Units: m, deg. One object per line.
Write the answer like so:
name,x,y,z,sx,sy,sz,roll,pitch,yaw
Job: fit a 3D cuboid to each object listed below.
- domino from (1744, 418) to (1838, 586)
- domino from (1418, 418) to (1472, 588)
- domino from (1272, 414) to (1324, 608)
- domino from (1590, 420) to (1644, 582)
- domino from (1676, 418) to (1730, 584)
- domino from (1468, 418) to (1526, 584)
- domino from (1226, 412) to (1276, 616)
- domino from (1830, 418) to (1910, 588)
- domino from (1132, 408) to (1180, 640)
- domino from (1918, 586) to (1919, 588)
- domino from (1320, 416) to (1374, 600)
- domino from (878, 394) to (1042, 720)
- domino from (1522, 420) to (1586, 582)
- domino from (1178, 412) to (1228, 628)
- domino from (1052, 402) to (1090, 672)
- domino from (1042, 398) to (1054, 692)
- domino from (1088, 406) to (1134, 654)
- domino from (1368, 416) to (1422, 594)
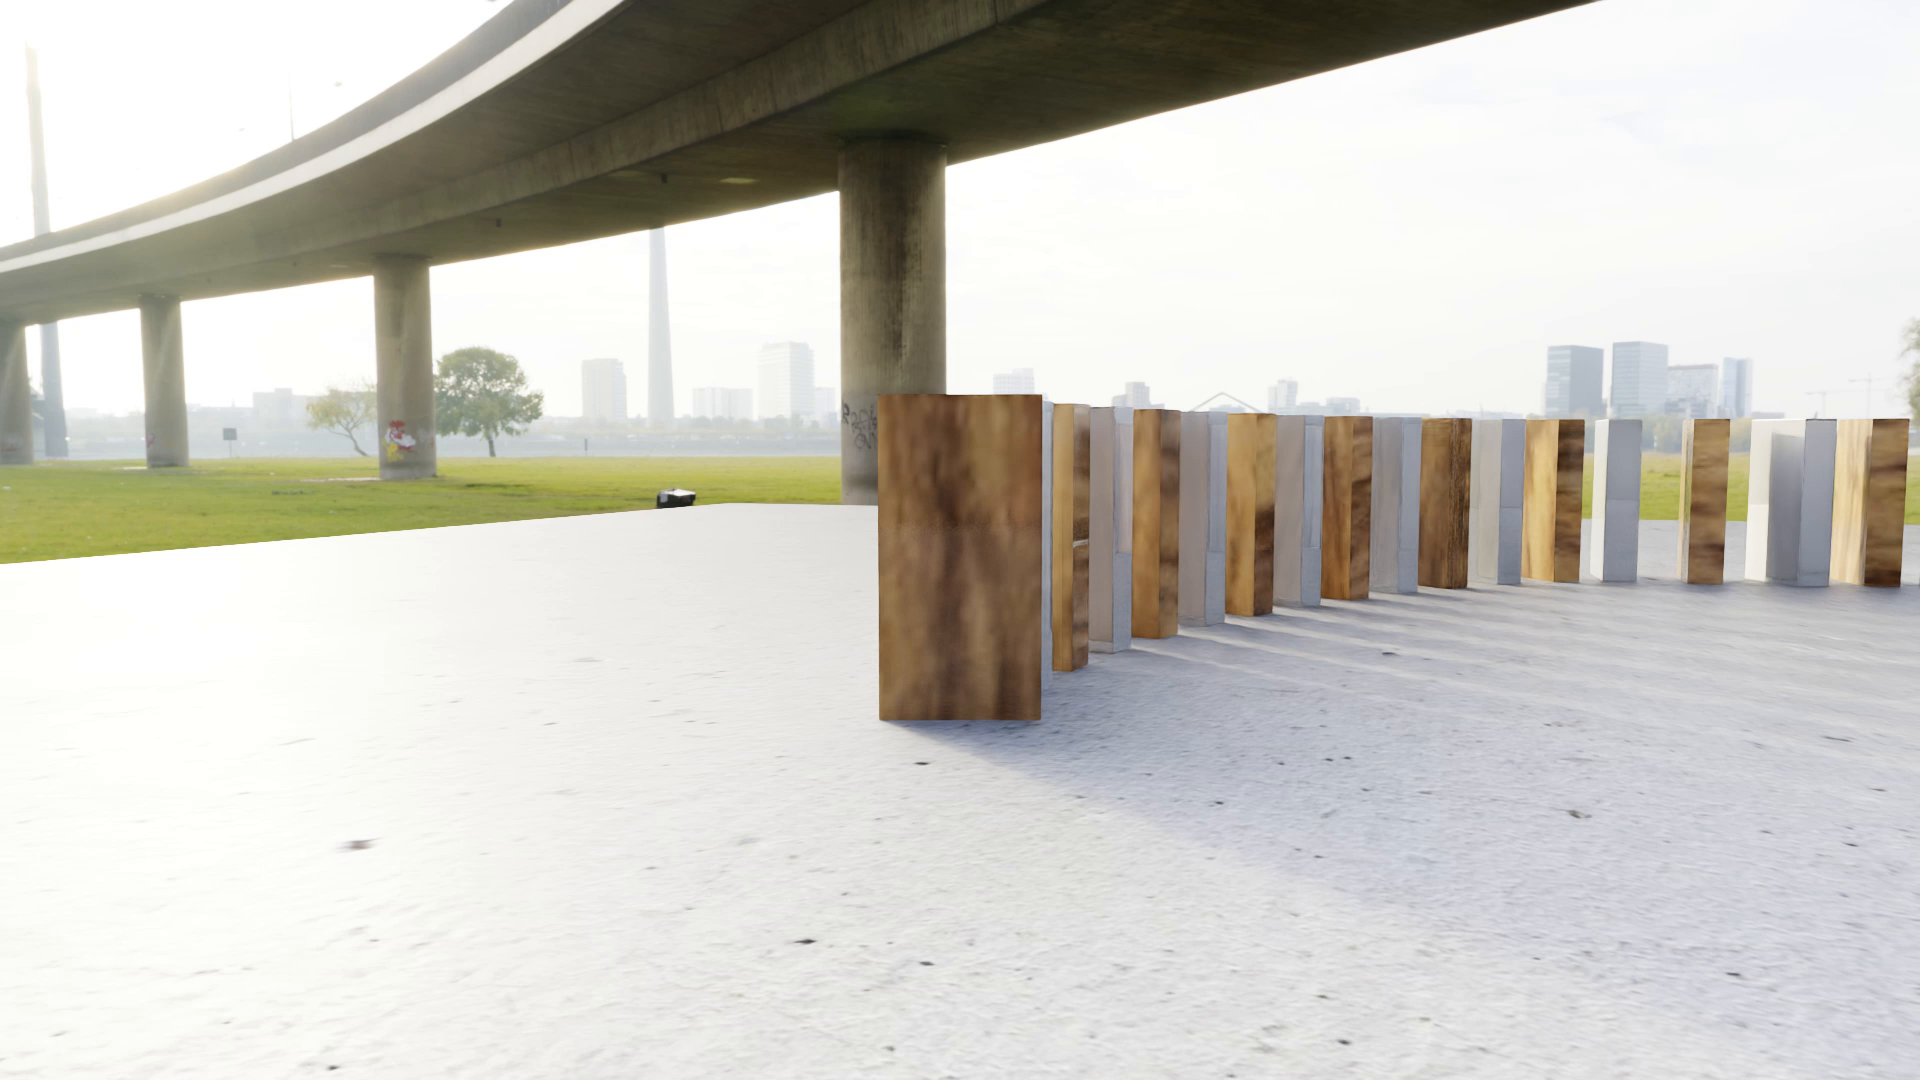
domino,0.254,-0.012,0.393,0.009,0.050,0.025,0,4,-1
domino,0.140,-0.012,0.388,0.009,0.050,0.025,-3,5,-31
domino,0.083,-0.008,0.343,0.009,0.050,0.025,-4,6,-44
domino,0.208,-0.013,0.408,0.009,0.050,0.025,1,5,18
domino,0.231,-0.012,0.399,0.009,0.050,0.025,2,5,23
domino,0.162,-0.012,0.399,0.009,0.050,0.025,-2,5,-24
domino,0.066,-0.007,0.326,0.025,0.050,0.009,4,6,43
domino,0.278,-0.012,0.393,0.009,0.050,0.025,1,4,14
domino,0.036,-0.004,0.289,0.025,0.050,0.010,3,5,35
domino,0.296,-0.011,0.378,0.025,0.050,0.009,-2,5,-26
domino,0.101,-0.009,0.359,0.010,0.050,0.025,-4,6,-40
domino,0.000,0.002,0.201,0.025,0.050,0.009,0,4,0
domino,0.185,-0.013,0.407,0.009,0.050,0.025,-1,4,-14
domino,0.050,-0.006,0.308,0.025,0.050,0.010,3,6,39
domino,0.011,-0.001,0.247,0.025,0.050,0.010,2,5,24
domino,0.003,0.001,0.225,0.025,0.050,0.009,1,4,16
domino,0.023,-0.003,0.269,0.025,0.050,0.009,3,5,30
domino,0.120,-0.011,0.374,0.009,0.050,0.025,-3,5,-36
